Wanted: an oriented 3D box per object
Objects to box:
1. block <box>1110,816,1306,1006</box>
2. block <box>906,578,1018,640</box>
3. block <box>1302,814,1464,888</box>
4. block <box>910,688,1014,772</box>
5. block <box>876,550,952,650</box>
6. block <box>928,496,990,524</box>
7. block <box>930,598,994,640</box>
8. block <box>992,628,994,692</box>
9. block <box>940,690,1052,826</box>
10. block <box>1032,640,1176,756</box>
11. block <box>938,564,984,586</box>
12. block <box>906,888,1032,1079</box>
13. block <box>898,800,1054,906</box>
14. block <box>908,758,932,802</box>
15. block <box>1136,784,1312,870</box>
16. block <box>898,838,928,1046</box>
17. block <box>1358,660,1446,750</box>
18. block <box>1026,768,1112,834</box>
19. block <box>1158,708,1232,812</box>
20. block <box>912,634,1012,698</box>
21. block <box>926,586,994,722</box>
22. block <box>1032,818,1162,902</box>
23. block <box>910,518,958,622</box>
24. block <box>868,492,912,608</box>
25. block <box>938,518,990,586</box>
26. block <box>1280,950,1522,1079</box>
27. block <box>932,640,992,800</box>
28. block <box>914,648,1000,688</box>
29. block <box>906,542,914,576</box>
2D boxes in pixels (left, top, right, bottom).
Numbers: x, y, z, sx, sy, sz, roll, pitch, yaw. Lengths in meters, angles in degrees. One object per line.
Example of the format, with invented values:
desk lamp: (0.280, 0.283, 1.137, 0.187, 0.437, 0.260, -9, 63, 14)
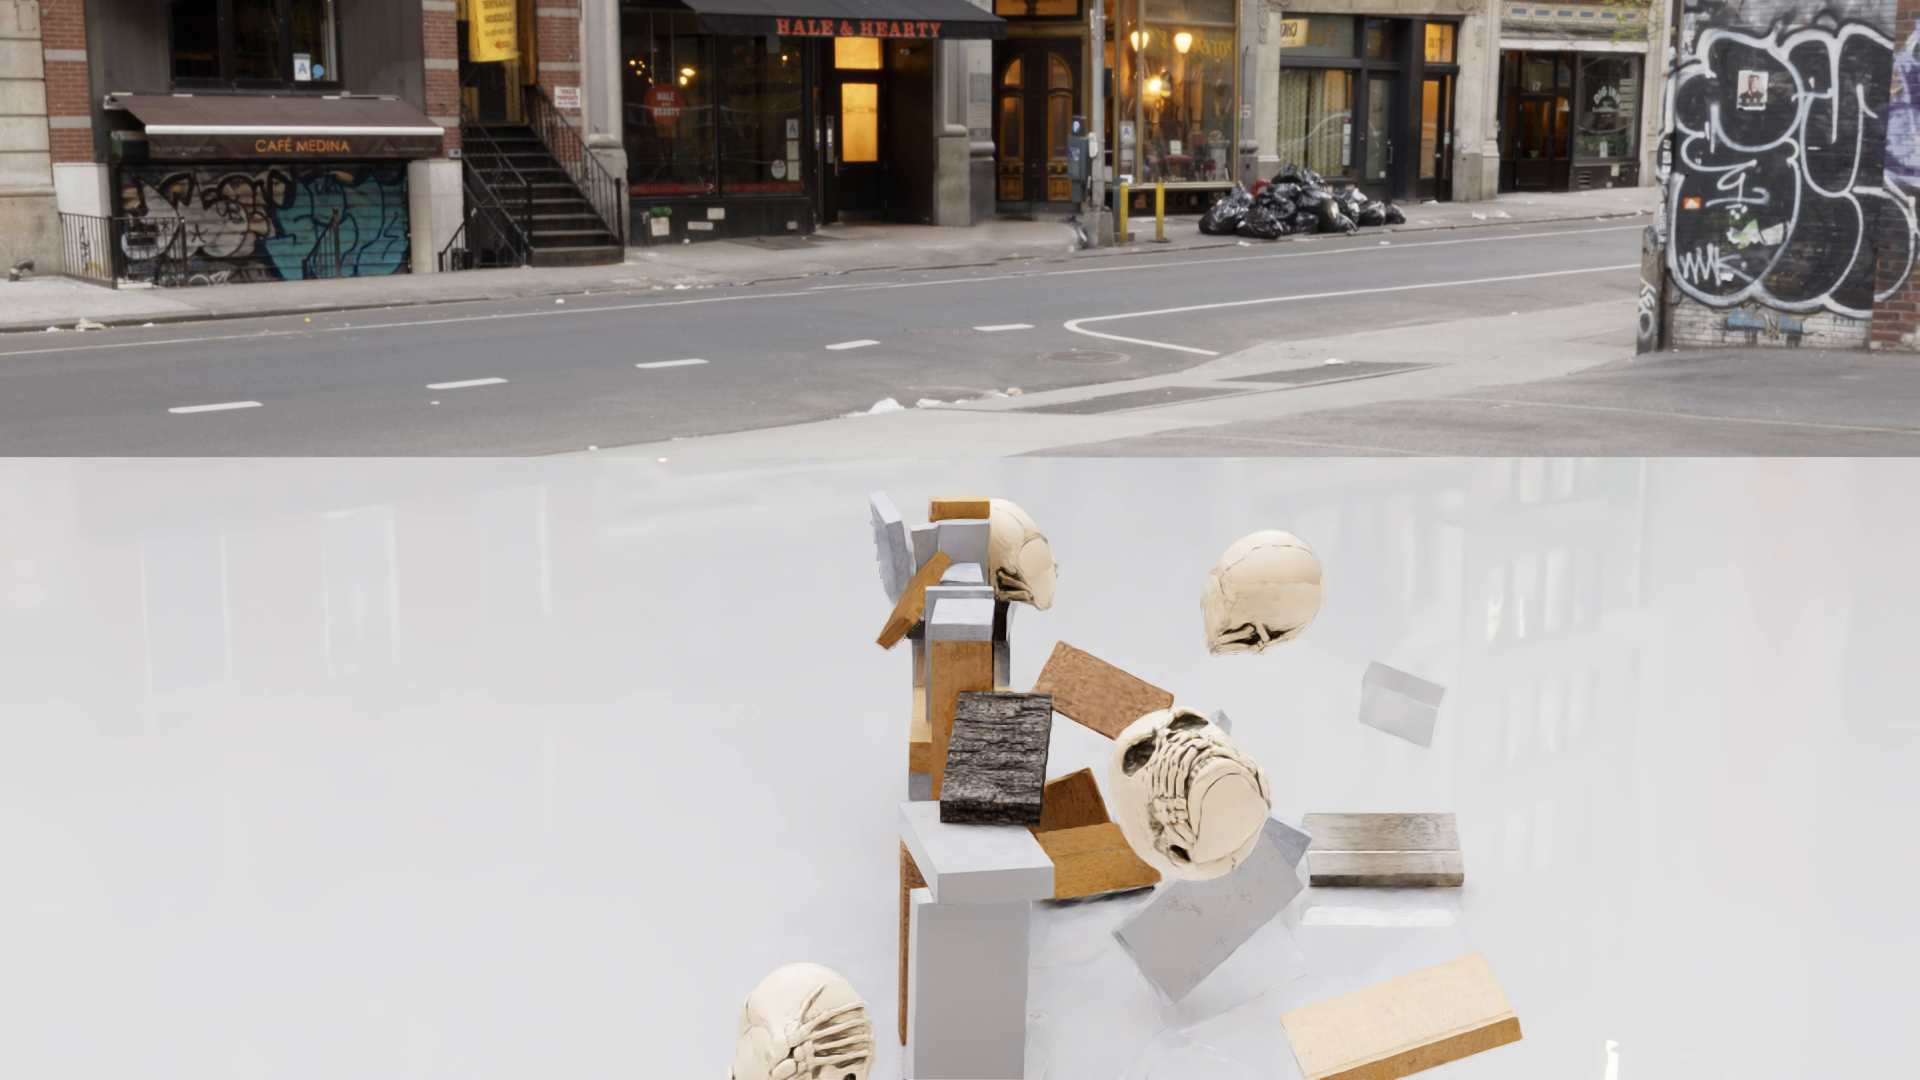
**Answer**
block: (0.359, 0.534, 3.180, 0.265, 0.133, 0.038, -38, 3, -18)
block: (0.008, 0.126, 4.098, 0.180, 0.051, 0.359, 1, 9, 5)
block: (0.717, 0.526, 3.734, 0.256, 0.036, 0.128, 0, 44, 2)
block: (0.006, 0.290, 3.390, 0.162, 0.046, 0.323, 0, 11, 0)
block: (-0.076, 0.099, 3.631, 0.025, 0.087, 0.175, 38, 42, -9)
block: (-0.006, 0.024, 3.900, 0.104, 0.208, 0.029, -1, 21, -10)
block: (0.005, 0.115, 3.195, 0.086, 0.024, 0.172, 0, 10, 3)
block: (0.008, 0.201, 3.270, 0.086, 0.172, 0.024, 0, 11, 2)
block: (0.053, 0.297, 3.031, 0.133, 0.038, 0.265, 1, 29, 6)
block: (0.224, 0.248, 3.462, 0.204, 0.102, 0.029, 26, -10, 18)
block: (-0.003, 0.066, 3.738, 0.080, 0.023, 0.159, 0, 10, -2)
block: (0.010, 0.590, 2.845, 0.149, 0.298, 0.042, -3, 18, -14)
block: (0.018, 0.406, 2.896, 0.149, 0.042, 0.298, -2, 11, -11)
block: (0.004, 0.491, 3.317, 0.162, 0.323, 0.046, 0, 11, 0)
block: (0.433, 0.483, 3.610, 0.256, 0.128, 0.036, 27, 7, -3)
block: (-0.007, 0.553, 3.046, 0.149, 0.298, 0.042, -2, 18, -9)
block: (0.734, 0.276, 3.662, 0.128, 0.036, 0.257, 21, -16, 15)
block: (0.139, 0.478, 3.773, 0.220, 0.110, 0.031, -20, 7, 9)
block: (0.358, 0.333, 3.347, 0.102, 0.029, 0.204, -37, 8, 19)
block: (0.003, 0.331, 4.090, 0.180, 0.359, 0.051, 0, 31, 0)
block: (-0.001, 0.173, 3.334, 0.102, 0.204, 0.029, 0, 11, 0)
block: (0.226, 0.532, 3.658, 0.220, 0.110, 0.031, -4, -17, -29)
block: (-0.036, 0.054, 3.873, 0.087, 0.175, 0.025, -9, 23, -9)
block: (-0.118, 0.029, 3.889, 0.029, 0.208, 0.104, -16, 35, -12)
block: (0.004, 0.088, 3.862, 0.087, 0.254, 0.025, -2, 20, -10)
block: (0.543, 0.602, 2.721, 0.266, 0.038, 0.133, -18, 27, 0)
block: (0.002, 0.326, 3.186, 0.086, 0.387, 0.024, 0, 8, 0)
block: (-0.004, 0.242, 3.842, 0.145, 0.041, 0.290, 0, 11, 0)
block: (-0.035, 0.041, 4.168, 0.104, 0.029, 0.208, 47, 24, 12)
